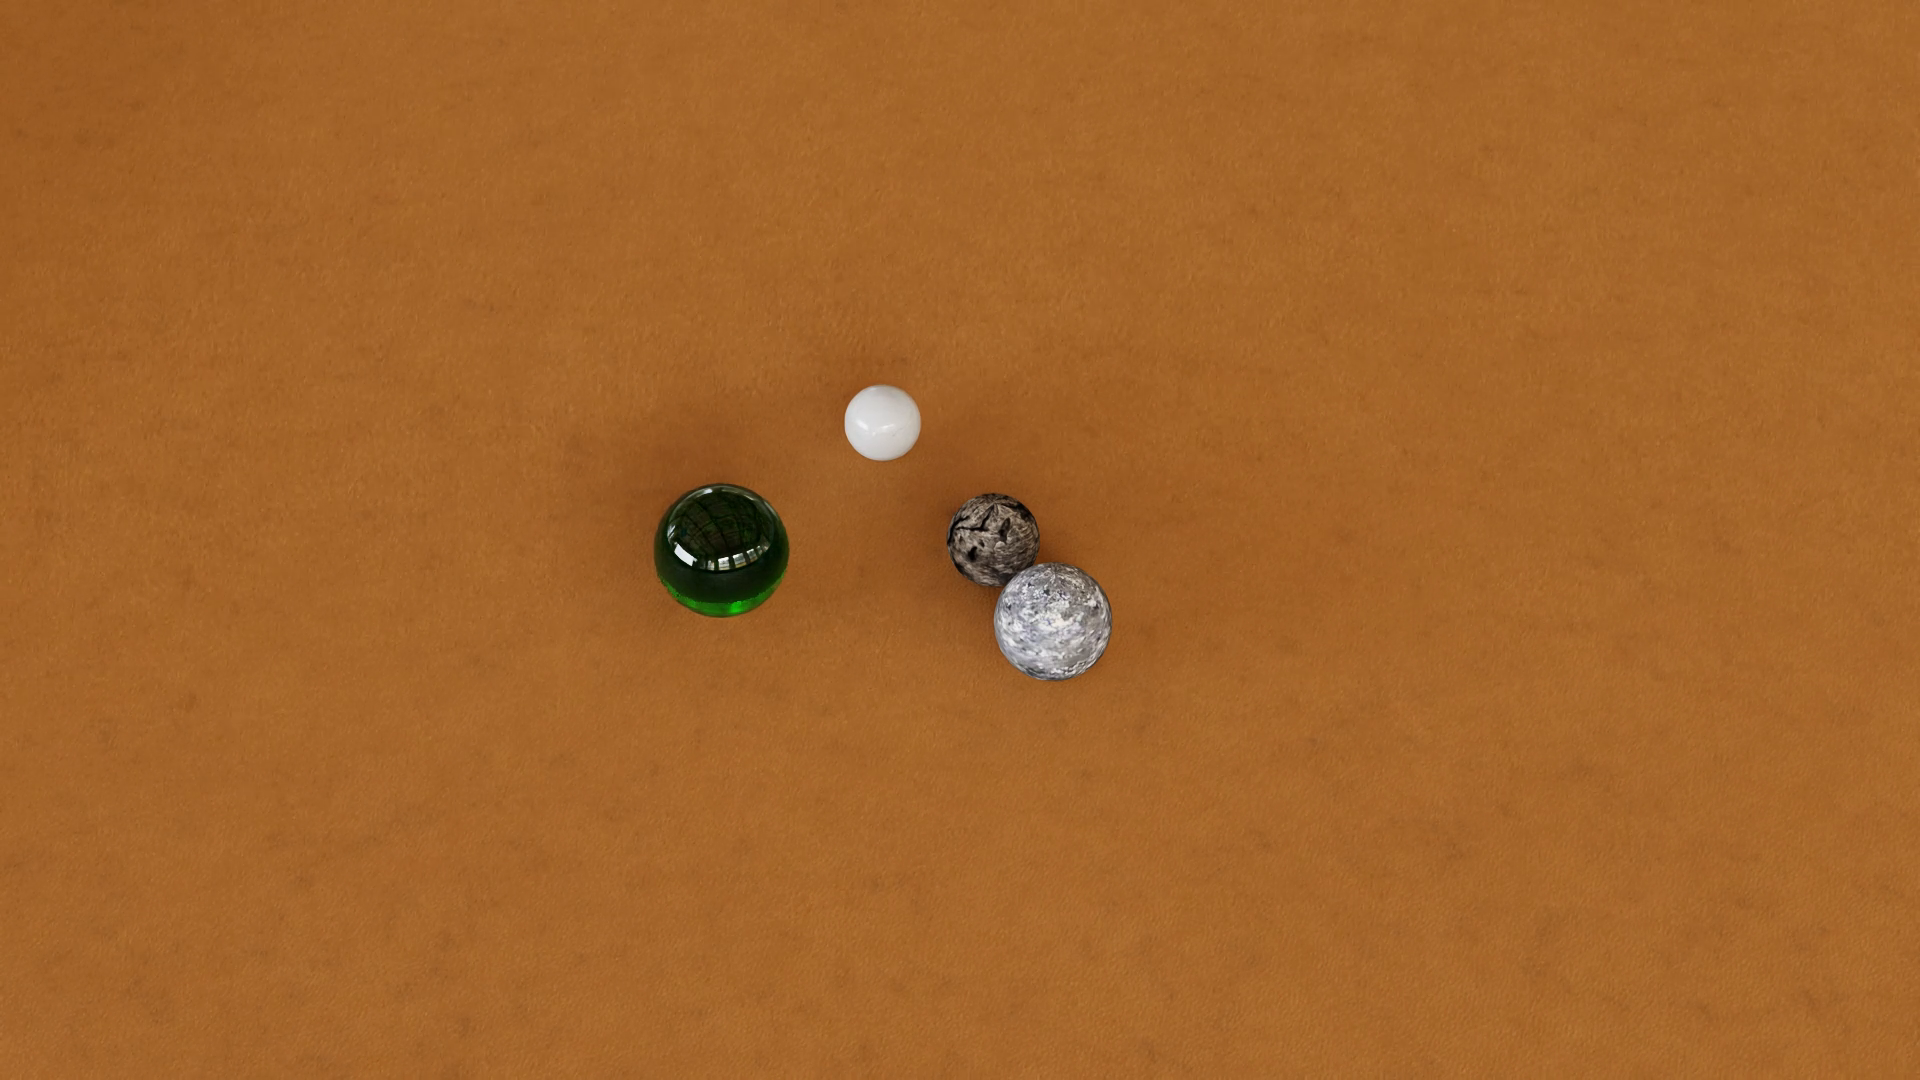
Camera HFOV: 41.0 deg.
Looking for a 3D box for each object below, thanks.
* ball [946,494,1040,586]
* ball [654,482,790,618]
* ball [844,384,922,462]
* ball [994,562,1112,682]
[{"bbox_3d":[0.021,0.000,1.606,0.059,0.059,0.059,0,36,0],"label":"ball"},{"bbox_3d":[-0.147,0.006,1.577,0.083,0.083,0.083,0,36,0],"label":"ball"},{"bbox_3d":[-0.052,-0.079,1.719,0.052,0.052,0.052,0,36,0],"label":"ball"},{"bbox_3d":[0.056,0.049,1.530,0.071,0.071,0.071,0,36,0],"label":"ball"}]
